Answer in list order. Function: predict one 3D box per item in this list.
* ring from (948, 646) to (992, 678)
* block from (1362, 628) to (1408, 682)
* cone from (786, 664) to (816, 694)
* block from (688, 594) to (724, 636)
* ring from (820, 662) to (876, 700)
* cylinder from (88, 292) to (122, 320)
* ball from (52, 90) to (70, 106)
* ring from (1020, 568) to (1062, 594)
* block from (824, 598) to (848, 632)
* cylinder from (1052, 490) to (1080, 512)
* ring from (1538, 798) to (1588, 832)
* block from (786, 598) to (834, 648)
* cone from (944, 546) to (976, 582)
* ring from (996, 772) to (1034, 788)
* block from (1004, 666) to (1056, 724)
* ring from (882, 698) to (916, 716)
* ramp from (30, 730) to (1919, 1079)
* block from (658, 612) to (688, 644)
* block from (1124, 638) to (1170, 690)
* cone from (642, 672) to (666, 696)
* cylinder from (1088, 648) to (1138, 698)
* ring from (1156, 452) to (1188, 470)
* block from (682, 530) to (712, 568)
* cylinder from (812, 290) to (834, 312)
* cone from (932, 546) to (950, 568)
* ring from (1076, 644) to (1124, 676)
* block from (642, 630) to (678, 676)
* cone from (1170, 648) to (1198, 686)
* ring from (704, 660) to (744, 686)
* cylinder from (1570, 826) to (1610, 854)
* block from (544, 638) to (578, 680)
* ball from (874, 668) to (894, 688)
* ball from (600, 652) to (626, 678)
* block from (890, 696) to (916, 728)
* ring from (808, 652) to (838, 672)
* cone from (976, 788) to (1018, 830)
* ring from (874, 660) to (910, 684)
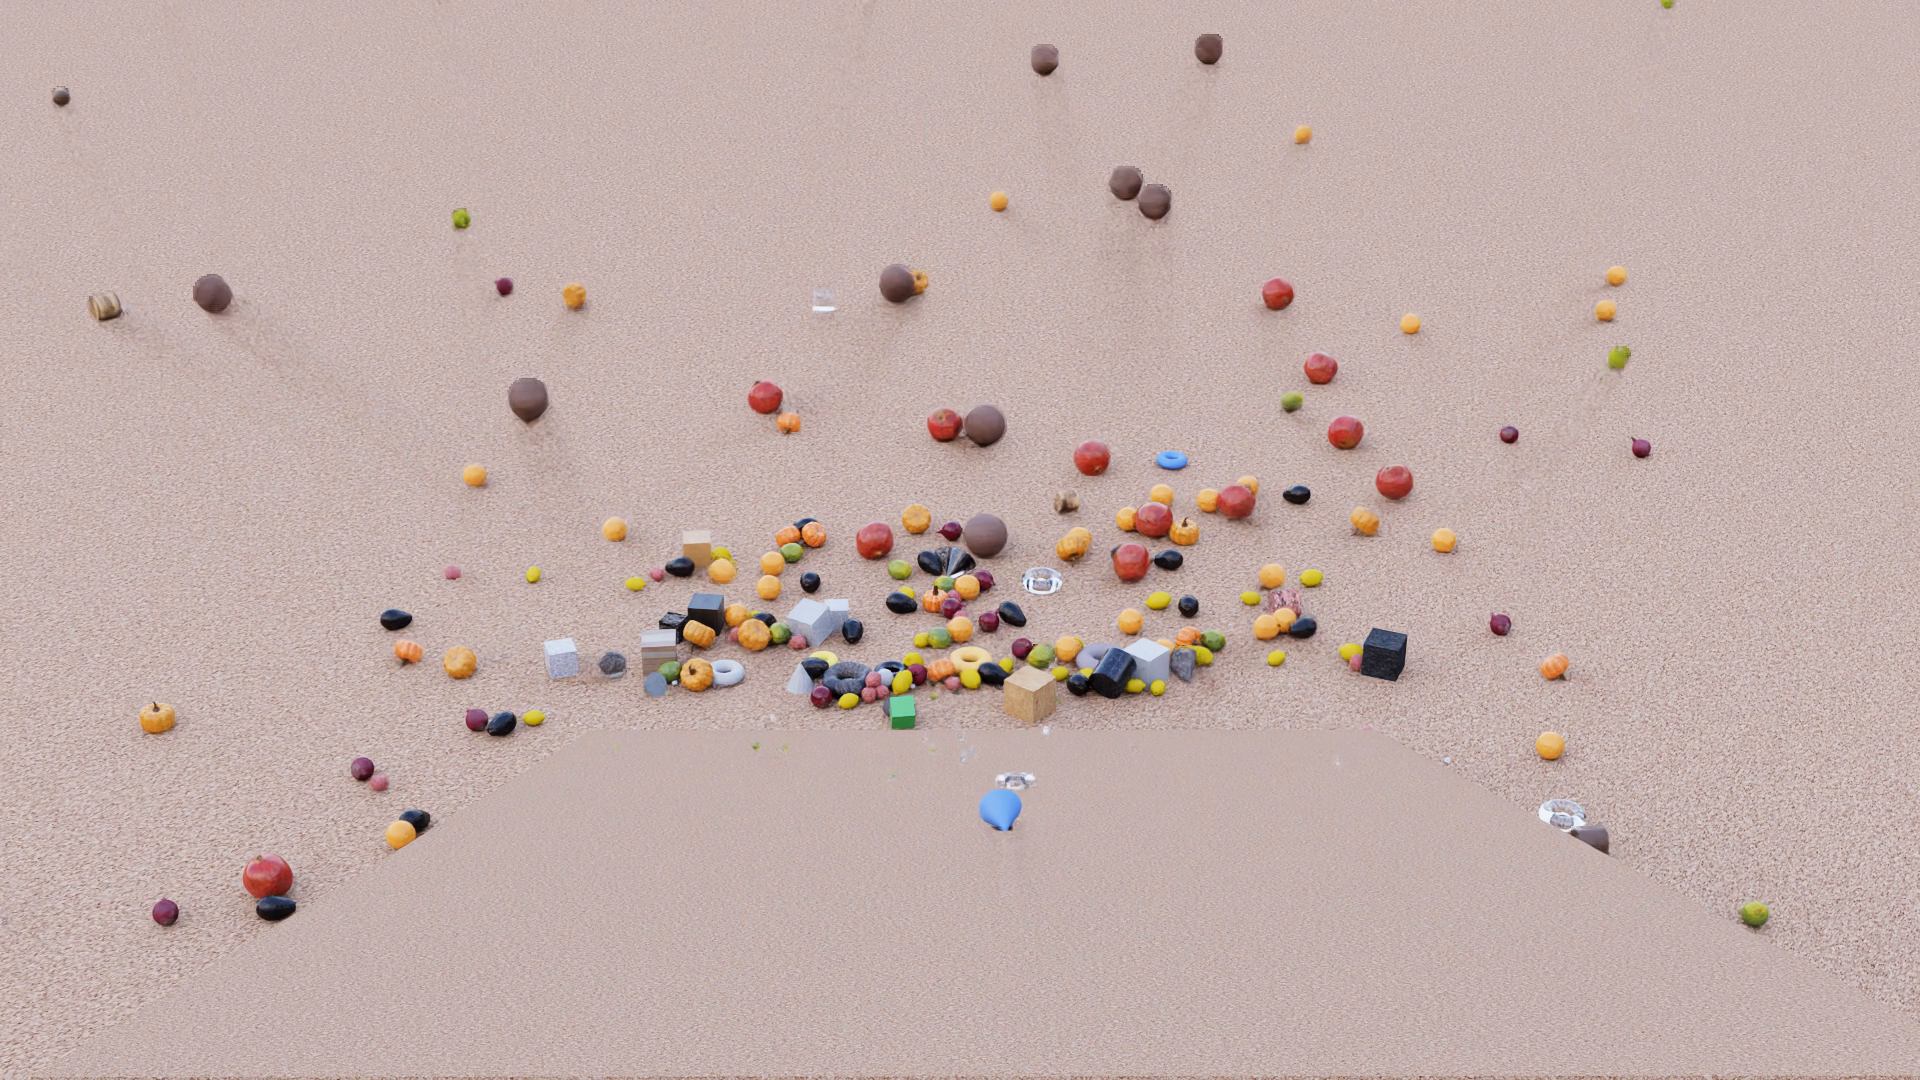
[{"bbox_3d":[0.028,0.332,7.040,0.124,0.041,0.124,0,29,0],"label":"ring"},{"bbox_3d":[1.153,0.311,7.019,0.097,0.097,0.097,11,30,21],"label":"block"},{"bbox_3d":[-0.429,0.361,6.945,0.078,0.078,0.078,0,28,0],"label":"cone"},{"bbox_3d":[-0.710,0.209,7.226,0.085,0.085,0.085,3,28,6],"label":"block"},{"bbox_3d":[-0.300,0.378,6.945,0.149,0.050,0.149,0,29,0],"label":"ring"},{"bbox_3d":[-3.047,-0.832,9.206,0.083,0.083,0.083,-23,36,-37],"label":"cylinder"},{"bbox_3d":[-3.942,-1.940,11.327,0.075,0.075,0.075,0,28,0],"label":"ball"},{"bbox_3d":[0.236,0.117,7.451,0.123,0.041,0.123,-1,27,0],"label":"ring"},{"bbox_3d":[-0.346,0.211,7.243,0.066,0.066,0.066,-1,28,-3],"label":"block"},{"bbox_3d":[0.324,-0.118,7.873,0.063,0.063,0.063,-10,29,-18],"label":"cylinder"},{"bbox_3d":[1.489,0.680,6.380,0.118,0.039,0.118,1,28,-1],"label":"ring"},{"bbox_3d":[-0.415,0.230,7.165,0.086,0.086,0.086,17,46,29],"label":"block"},{"bbox_3d":[-0.019,0.088,7.503,0.096,0.096,0.096,19,59,31],"label":"cone"},{"bbox_3d":[0.112,0.490,5.278,0.080,0.027,0.080,-1,2,0],"label":"ring"},{"bbox_3d":[0.185,0.409,6.832,0.099,0.099,0.099,21,34,34],"label":"block"},{"bbox_3d":[-0.162,0.443,6.842,0.087,0.029,0.087,-1,29,0],"label":"ring"},{"bbox_3d":[0.063,0.563,4.601,2.000,0.100,4.000,0,1,0],"label":"ramp"},{"bbox_3d":[-0.796,0.244,7.187,0.060,0.060,0.060,11,30,19],"label":"block"},{"bbox_3d":[0.502,0.336,6.979,0.092,0.092,0.092,22,35,36],"label":"block"},{"bbox_3d":[-0.835,0.391,6.940,0.067,0.067,0.067,-26,11,-40],"label":"cone"},{"bbox_3d":[0.409,0.356,6.906,0.097,0.097,0.097,15,51,27],"label":"cylinder"},{"bbox_3d":[0.670,-0.253,8.162,0.097,0.032,0.097,1,27,0],"label":"ring"},{"bbox_3d":[-0.771,0.027,7.579,0.080,0.080,0.080,-3,28,-5],"label":"block"},{"bbox_3d":[-0.490,-0.857,9.267,0.076,0.076,0.076,-2,28,-4],"label":"cylinder"},{"bbox_3d":[-0.042,0.064,7.563,0.065,0.065,0.065,-7,55,-12],"label":"cone"},{"bbox_3d":[0.391,0.329,7.036,0.150,0.050,0.150,0,27,0],"label":"ring"},{"bbox_3d":[-0.818,0.307,7.034,0.091,0.091,0.091,-2,28,-4],"label":"block"},{"bbox_3d":[0.610,0.356,6.994,0.092,0.092,0.092,-6,55,-11],"label":"cone"},{"bbox_3d":[-0.638,0.360,6.991,0.111,0.037,0.111,0,27,0],"label":"ring"},{"bbox_3d":[1.522,0.732,6.244,0.073,0.073,0.073,-3,28,-6],"label":"cylinder"},{"bbox_3d":[-1.084,0.322,7.021,0.076,0.076,0.076,-9,29,-17],"label":"block"},{"bbox_3d":[-0.203,0.371,6.934,0.051,0.051,0.051,0,28,0],"label":"ball"},{"bbox_3d":[-0.941,0.339,6.996,0.070,0.070,0.070,0,28,0],"label":"ball"},{"bbox_3d":[-0.151,0.452,6.769,0.061,0.061,0.061,-3,55,-7],"label":"block"},{"bbox_3d":[-0.374,0.331,7.056,0.084,0.028,0.084,0,29,0],"label":"ring"},{"bbox_3d":[0.076,0.496,4.585,0.077,0.077,0.077,-7,42,-12],"label":"cone"},{"bbox_3d":[-0.185,0.359,6.998,0.098,0.033,0.098,1,27,-1],"label":"ring"}]
